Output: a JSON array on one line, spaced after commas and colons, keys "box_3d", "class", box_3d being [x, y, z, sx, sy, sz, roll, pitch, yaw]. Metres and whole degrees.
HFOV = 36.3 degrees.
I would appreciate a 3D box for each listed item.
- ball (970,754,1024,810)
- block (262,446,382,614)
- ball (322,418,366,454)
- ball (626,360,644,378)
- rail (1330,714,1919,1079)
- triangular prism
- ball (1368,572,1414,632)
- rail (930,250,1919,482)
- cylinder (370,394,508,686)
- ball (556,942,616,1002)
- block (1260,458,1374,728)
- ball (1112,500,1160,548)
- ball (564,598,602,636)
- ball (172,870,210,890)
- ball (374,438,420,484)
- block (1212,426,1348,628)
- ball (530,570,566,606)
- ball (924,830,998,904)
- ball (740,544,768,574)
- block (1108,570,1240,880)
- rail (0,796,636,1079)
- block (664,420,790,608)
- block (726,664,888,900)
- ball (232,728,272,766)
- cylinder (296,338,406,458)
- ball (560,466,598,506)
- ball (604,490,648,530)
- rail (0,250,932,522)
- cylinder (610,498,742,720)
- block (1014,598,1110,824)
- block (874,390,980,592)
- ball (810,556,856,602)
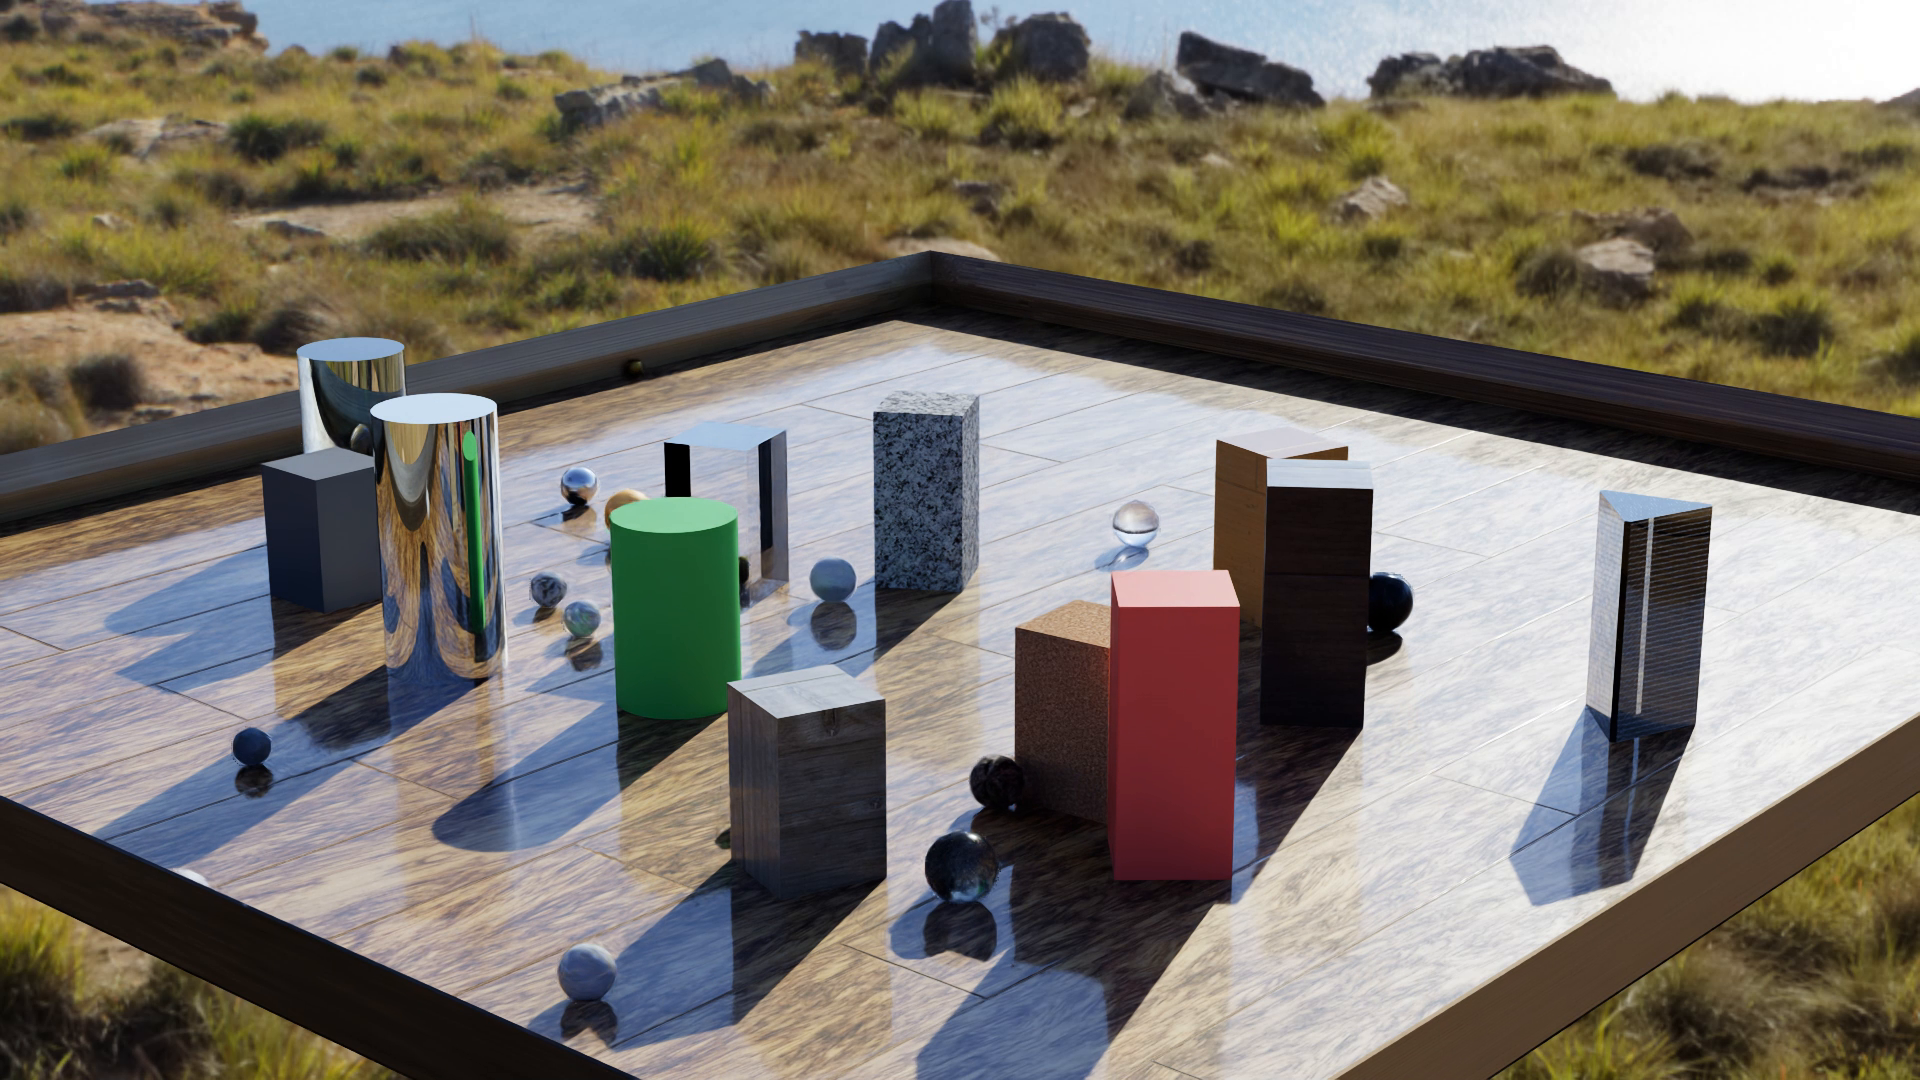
[{"box_3d": [0.053, 0.345, 4.175, 0.077, 0.077, 0.077, 0, 17, 0], "class": "ball"}, {"box_3d": [-1.096, -0.019, 5.106, 0.158, 0.237, 0.158, 15, 22, 40], "class": "block"}, {"box_3d": [-1.256, -0.207, 5.986, 0.088, 0.088, 0.088, 0, 17, 0], "class": "ball"}, {"box_3d": [-0.742, -0.391, 6.679, 0.041, 0.041, 0.041, 0, 17, 0], "class": "ball"}, {"box_3d": [1.237, 0.342, 4.091, 0.045, 0.128, 3.596, 14, 22, 39], "class": "rail"}, {"box_3d": [1.023, 0.109, 4.488, 0.171, 0.349, 0.148, -10, 19, -29], "class": "triangular prism"}, {"box_3d": [0.713, 0.104, 4.935, 0.099, 0.099, 0.099, 0, 17, 0], "class": "ball"}, {"box_3d": [1.163, -0.354, 6.403, 3.325, 0.128, 0.045, 14, 22, 39], "class": "rail"}, {"box_3d": [-0.835, -0.003, 4.714, 0.198, 0.431, 0.198, 0, 17, 0], "class": "cylinder"}, {"box_3d": [-0.455, 0.528, 3.577, 0.072, 0.072, 0.072, 0, 17, 0], "class": "ball"}, {"box_3d": [0.548, 0.081, 4.523, 0.158, 0.381, 0.158, 2, 17, 5], "class": "block"}, {"box_3d": [0.325, -0.030, 5.401, 0.087, 0.087, 0.087, 0, 17, 0], "class": "ball"}, {"box_3d": [-0.632, 0.130, 4.910, 0.064, 0.064, 0.064, 0, 17, 0], "class": "ball"}, {"box_3d": [-1.004, 0.463, 3.781, 0.077, 0.077, 0.077, 0, 17, 0], "class": "ball"}, {"box_3d": [-1.118, -0.156, 5.814, 0.091, 0.091, 0.091, 0, 17, 0], "class": "ball"}, {"box_3d": [0.545, -0.021, 5.001, 0.158, 0.301, 0.158, -11, 20, -32], "class": "block"}, {"box_3d": [-0.711, 0.084, 5.066, 0.063, 0.063, 0.063, 0, 17, 0], "class": "ball"}, {"box_3d": [0.001, 0.430, 3.856, 0.097, 0.097, 0.097, 0, 17, 0], "class": "ball"}, {"box_3d": [-0.368, 0.034, 5.252, 0.052, 0.052, 0.052, 0, 17, 0], "class": "ball"}, {"box_3d": [0.285, 0.249, 3.957, 0.158, 0.386, 0.158, 0, 17, -1], "class": "block"}, {"box_3d": [-1.163, 0.419, 3.837, 3.325, 0.128, 0.045, 14, 22, 39], "class": "rail"}, {"box_3d": [-0.406, -0.047, 5.125, 0.158, 0.279, 0.158, 7, 18, 21], "class": "block"}, {"box_3d": [-0.205, 0.323, 3.940, 0.158, 0.255, 0.158, -9, 19, -27], "class": "block"}, {"box_3d": [-1.048, 0.306, 4.341, 0.056, 0.056, 0.056, 0, 17, 0], "class": "ball"}, {"box_3d": [-1.137, -0.196, 5.521, 0.198, 0.335, 0.198, 0, 17, 0], "class": "cylinder"}, {"box_3d": [-0.736, -0.105, 5.670, 0.075, 0.075, 0.075, 0, 17, 0], "class": "ball"}, {"box_3d": [-0.615, -0.047, 5.447, 0.093, 0.093, 0.093, 0, 17, 0], "class": "ball"}, {"box_3d": [-1.237, -0.278, 6.149, 0.045, 0.128, 3.596, 14, 22, 39], "class": "rail"}, {"box_3d": [-0.443, 0.105, 4.583, 0.198, 0.301, 0.198, 0, 17, 0], "class": "cylinder"}, {"box_3d": [0.188, 0.243, 4.194, 0.158, 0.262, 0.158, 12, 20, 34], "class": "block"}, {"box_3d": [-0.058, -0.088, 5.192, 0.158, 0.319, 0.158, 3, 17, 11], "class": "block"}, {"box_3d": [-0.221, 0.067, 5.089, 0.081, 0.081, 0.081, 0, 17, 0], "class": "ball"}]
